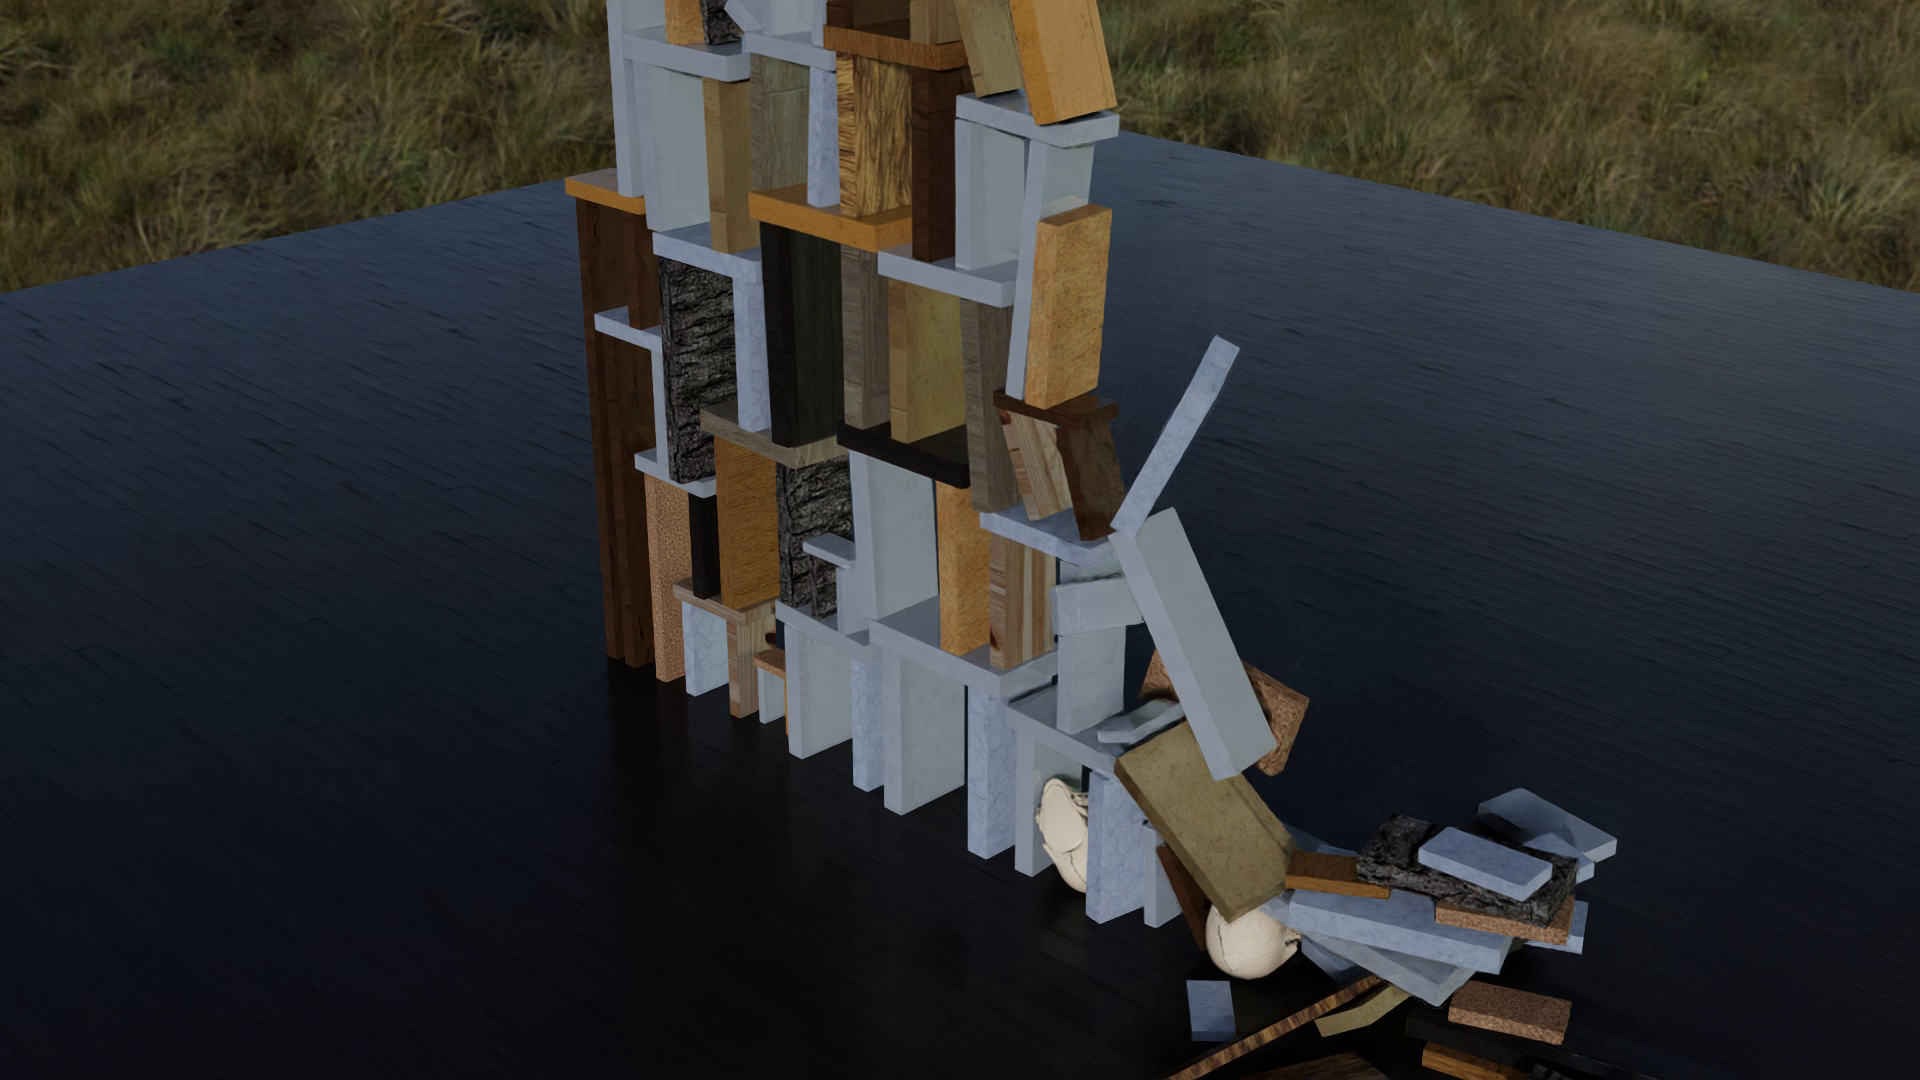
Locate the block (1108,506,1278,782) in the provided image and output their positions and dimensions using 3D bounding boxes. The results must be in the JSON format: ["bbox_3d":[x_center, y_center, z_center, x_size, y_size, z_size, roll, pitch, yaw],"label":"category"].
[{"bbox_3d":[0.406,0.177,3.821,0.047,0.461,0.165,-24,-1,35],"label":"block"}]

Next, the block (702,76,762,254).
[{"bbox_3d":[-0.418,-0.753,4.346,0.048,0.342,0.171,20,30,41],"label":"block"}]

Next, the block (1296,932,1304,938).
[{"bbox_3d":[0.764,0.688,4.056,0.323,0.027,0.094,-21,50,-37],"label":"block"}]

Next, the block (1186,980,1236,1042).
[{"bbox_3d":[0.435,0.815,3.812,0.075,0.021,0.150,1,23,2],"label":"block"}]

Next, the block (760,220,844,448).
[{"bbox_3d":[-0.301,-0.423,4.365,0.050,0.451,0.178,19,29,41],"label":"block"}]

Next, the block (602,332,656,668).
[{"bbox_3d":[-0.717,-0.096,4.964,0.037,0.799,0.129,21,31,41],"label":"block"}]

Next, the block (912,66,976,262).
[{"bbox_3d":[-0.017,-0.686,3.952,0.151,0.349,0.043,-21,31,-40],"label":"block"}]

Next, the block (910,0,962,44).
[{"bbox_3d":[-0.012,-1.038,3.795,0.048,0.336,0.168,20,30,41],"label":"block"}]

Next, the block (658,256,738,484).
[{"bbox_3d":[-0.544,-0.369,4.621,0.160,0.488,0.045,-19,30,-38],"label":"block"}]

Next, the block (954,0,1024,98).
[{"bbox_3d":[0.050,-0.872,3.813,0.097,0.194,0.028,-21,10,-40],"label":"block"}]

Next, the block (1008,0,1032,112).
[{"bbox_3d":[0.142,-0.828,3.720,0.028,0.194,0.097,1,17,46],"label":"block"}]

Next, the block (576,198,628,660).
[{"bbox_3d":[-0.765,-0.246,4.946,0.127,1.090,0.036,-21,31,-40],"label":"block"}]

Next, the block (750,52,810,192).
[{"bbox_3d":[-0.340,-0.814,4.242,0.131,0.261,0.037,-19,32,-37],"label":"block"}]

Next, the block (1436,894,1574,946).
[{"bbox_3d":[0.878,0.595,3.544,0.203,0.029,0.102,7,26,20],"label":"block"}]

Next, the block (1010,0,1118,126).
[{"bbox_3d":[0.160,-0.867,3.644,0.047,0.330,0.165,-2,16,43],"label":"block"}]

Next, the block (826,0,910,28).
[{"bbox_3d":[-0.167,-1.100,3.942,0.048,0.336,0.168,19,30,41],"label":"block"}]

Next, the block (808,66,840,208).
[{"bbox_3d":[-0.221,-0.765,4.127,0.131,0.261,0.037,-19,34,-37],"label":"block"}]

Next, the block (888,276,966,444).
[{"bbox_3d":[-0.060,-0.353,4.132,0.044,0.314,0.157,21,31,41],"label":"block"}]

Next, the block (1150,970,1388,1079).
[{"bbox_3d":[0.523,0.824,3.700,0.492,0.021,0.075,-18,-8,-29],"label":"block"}]

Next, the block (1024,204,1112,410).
[{"bbox_3d":[0.190,-0.409,3.852,0.045,0.332,0.158,21,31,34],"label":"block"}]

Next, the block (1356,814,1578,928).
[{"bbox_3d":[0.826,0.536,3.586,0.317,0.045,0.158,12,25,29],"label":"block"}]

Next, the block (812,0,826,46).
[{"bbox_3d":[-0.219,-1.022,4.022,0.109,0.219,0.031,-18,29,-37],"label":"block"}]

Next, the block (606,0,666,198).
[{"bbox_3d":[-0.642,-1.030,4.481,0.043,0.643,0.153,20,30,39],"label":"block"}]

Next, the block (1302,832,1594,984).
[{"bbox_3d":[0.890,0.665,3.990,0.574,0.033,0.117,-17,29,-23],"label":"block"}]

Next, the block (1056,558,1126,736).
[{"bbox_3d":[0.242,0.179,4.023,0.136,0.339,0.039,-20,30,-38],"label":"block"}]

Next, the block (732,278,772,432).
[{"bbox_3d":[-0.377,-0.392,4.463,0.160,0.320,0.045,-19,30,-38],"label":"block"}]

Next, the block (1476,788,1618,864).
[{"bbox_3d":[1.162,0.573,4.364,0.124,0.035,0.248,-15,27,-31],"label":"block"}]

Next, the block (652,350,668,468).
[{"bbox_3d":[-0.596,-0.297,4.745,0.129,0.258,0.037,-20,30,-40],"label":"block"}]

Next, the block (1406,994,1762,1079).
[{"bbox_3d":[1.041,0.855,3.615,0.598,0.035,0.124,13,26,27],"label":"block"}]

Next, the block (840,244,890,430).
[{"bbox_3d":[-0.142,-0.406,4.204,0.050,0.356,0.178,21,31,40],"label":"block"}]

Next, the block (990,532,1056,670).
[{"bbox_3d":[0.118,0.096,4.134,0.136,0.272,0.039,-21,31,-41],"label":"block"}]

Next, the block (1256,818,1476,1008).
[{"bbox_3d":[0.680,0.636,3.794,0.458,0.049,0.174,25,42,38],"label":"block"}]

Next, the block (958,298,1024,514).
[{"bbox_3d":[0.081,-0.260,4.017,0.044,0.396,0.157,15,27,42],"label":"block"}]

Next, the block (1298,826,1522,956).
[{"bbox_3d":[0.769,0.641,3.992,0.102,0.029,0.595,-19,20,-26],"label":"block"}]

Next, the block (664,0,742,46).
[{"bbox_3d":[-0.505,-1.130,4.282,0.153,0.305,0.043,-21,30,-40],"label":"block"}]

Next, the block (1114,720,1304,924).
[{"bbox_3d":[0.441,0.486,3.854,0.174,0.049,0.347,-26,59,-20],"label":"block"}]

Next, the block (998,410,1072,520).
[{"bbox_3d":[0.143,-0.149,4.007,0.103,0.207,0.029,-21,7,-40],"label":"block"}]

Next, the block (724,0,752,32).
[{"bbox_3d":[-0.388,-0.998,4.264,0.072,0.020,0.143,-18,58,-38],"label":"block"}]

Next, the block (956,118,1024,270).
[{"bbox_3d":[0.053,-0.623,3.909,0.133,0.265,0.038,-20,30,-39],"label":"block"}]

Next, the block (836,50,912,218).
[{"bbox_3d":[-0.155,-0.762,4.073,0.043,0.301,0.151,20,30,40],"label":"block"}]

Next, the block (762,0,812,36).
[{"bbox_3d":[-0.317,-1.062,4.116,0.109,0.219,0.031,-16,28,-33],"label":"block"}]

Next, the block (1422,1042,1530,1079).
[{"bbox_3d":[1.174,0.934,3.518,0.865,0.033,0.116,13,26,29],"label":"block"}]

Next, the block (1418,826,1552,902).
[{"bbox_3d":[0.843,0.519,3.533,0.187,0.027,0.094,18,29,38],"label":"block"}]

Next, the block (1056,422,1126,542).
[{"bbox_3d":[0.239,-0.112,3.914,0.104,0.207,0.029,-20,10,-39],"label":"block"}]

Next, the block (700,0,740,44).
[{"bbox_3d":[-0.474,-1.062,4.274,0.072,0.186,0.020,-21,22,-40],"label":"block"}]

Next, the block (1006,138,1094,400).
[{"bbox_3d":[0.157,-0.482,3.854,0.038,0.470,0.133,25,33,34],"label":"block"}]

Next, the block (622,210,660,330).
[{"bbox_3d":[-0.648,-0.585,4.675,0.036,0.255,0.127,21,30,40],"label":"block"}]

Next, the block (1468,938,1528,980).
[{"bbox_3d":[0.919,0.719,3.960,0.232,0.033,0.116,-23,36,-30],"label":"block"}]

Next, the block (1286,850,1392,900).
[{"bbox_3d":[0.631,0.555,3.647,0.169,0.024,0.085,5,22,16],"label":"block"}]

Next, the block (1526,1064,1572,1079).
[{"bbox_3d":[0.964,0.911,3.424,0.117,0.033,0.234,-55,31,-13],"label":"block"}]

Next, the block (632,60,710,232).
[{"bbox_3d":[-0.570,-0.817,4.502,0.171,0.342,0.048,-19,27,-38],"label":"block"}]

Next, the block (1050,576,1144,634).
[{"bbox_3d":[0.240,0.114,3.866,0.169,0.085,0.024,-7,4,-26],"label":"block"}]
